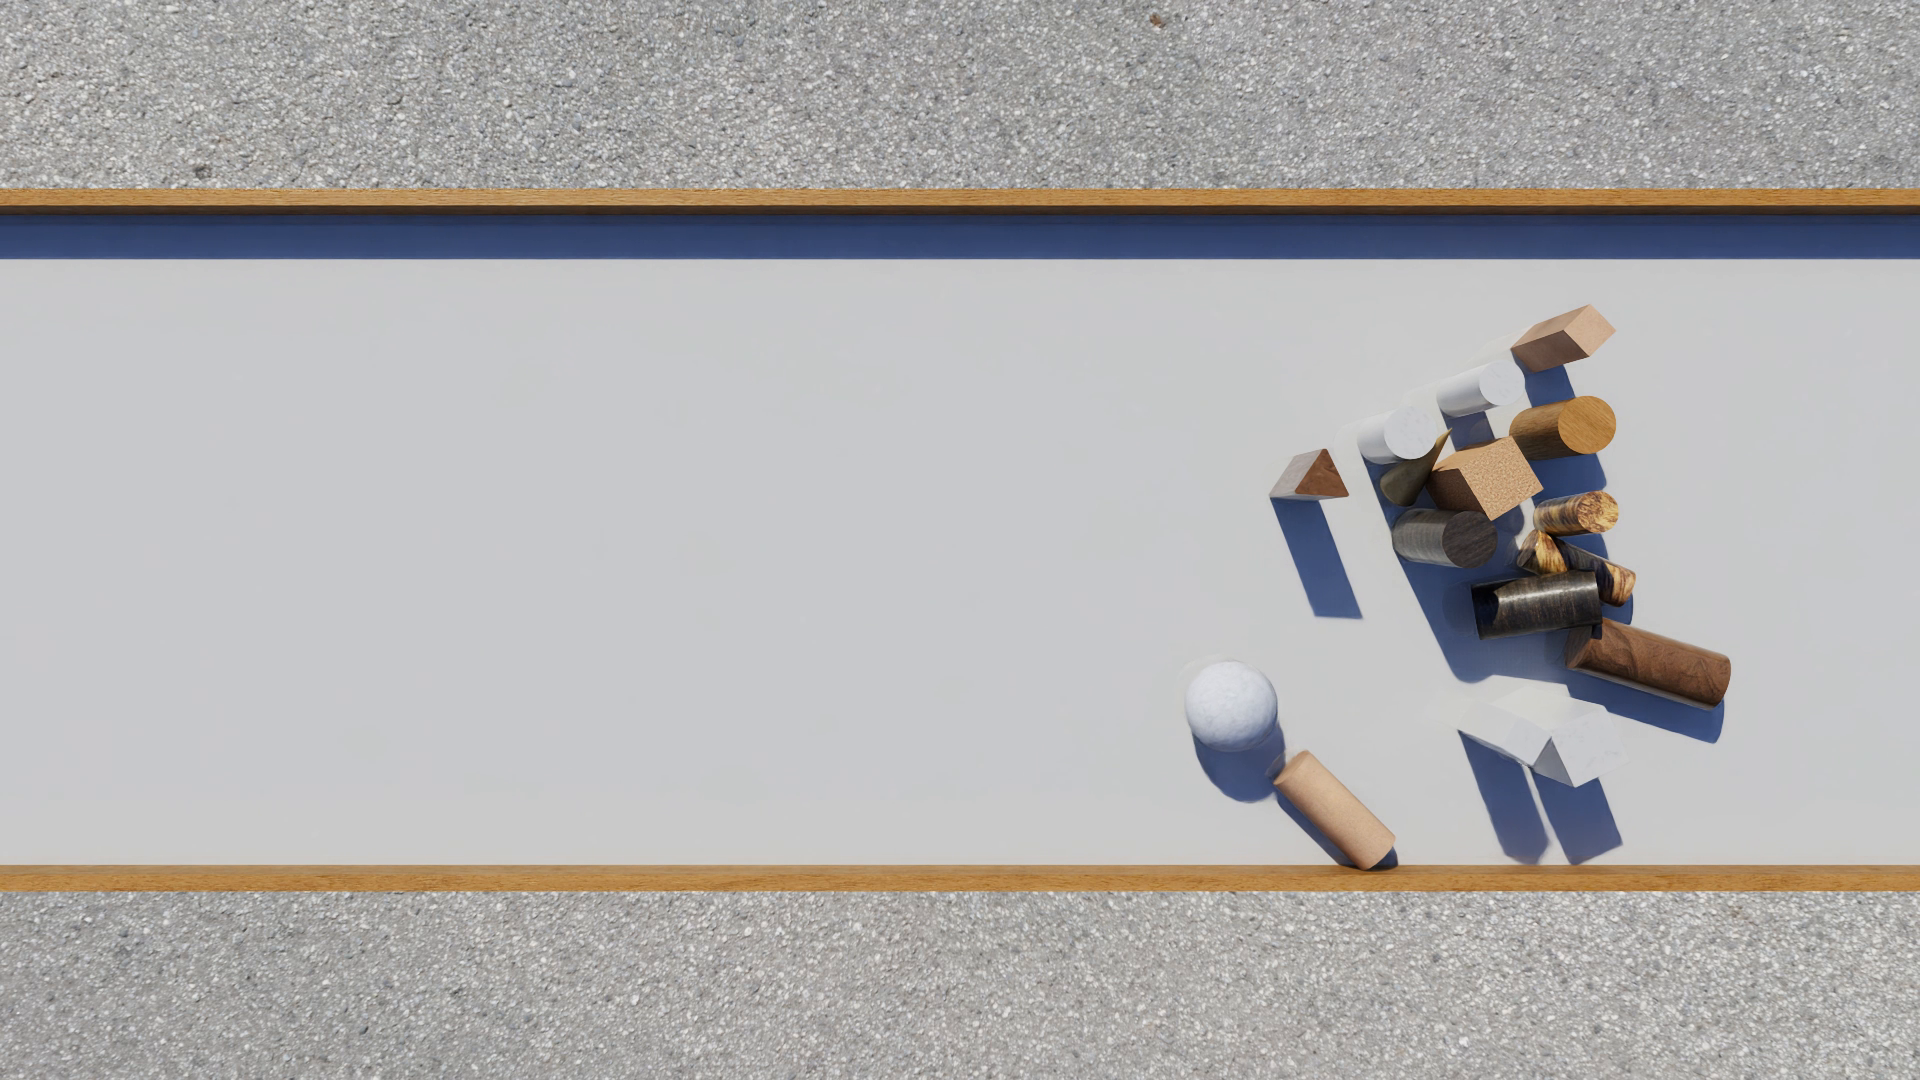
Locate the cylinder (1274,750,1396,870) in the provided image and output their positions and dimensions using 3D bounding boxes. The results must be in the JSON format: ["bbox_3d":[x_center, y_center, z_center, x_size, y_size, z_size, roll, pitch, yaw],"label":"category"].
[{"bbox_3d":[1.136,0.818,5.003,0.369,0.147,0.147,44,90,0],"label":"cylinder"}]

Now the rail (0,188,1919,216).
[{"bbox_3d":[-2.247,-1.025,5.002,12.000,0.150,0.050,0,90,0],"label":"rail"}]

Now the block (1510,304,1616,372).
[{"bbox_3d":[1.766,-0.588,4.850,0.105,0.453,0.105,-44,90,0],"label":"block"}]

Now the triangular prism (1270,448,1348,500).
[{"bbox_3d":[1.030,-0.195,4.875,0.151,0.404,0.131,4,90,0],"label":"triangular prism"}]

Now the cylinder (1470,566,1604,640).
[{"bbox_3d":[1.725,0.192,4.937,0.350,0.171,0.171,-10,90,19],"label":"cylinder"}]

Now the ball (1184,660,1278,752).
[{"bbox_3d":[0.812,0.498,4.939,0.276,0.276,0.276,0,90,0],"label":"ball"}]

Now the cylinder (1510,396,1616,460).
[{"bbox_3d":[1.772,-0.326,4.868,0.165,0.417,0.165,0,90,0],"label":"cylinder"}]

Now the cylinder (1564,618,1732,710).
[{"bbox_3d":[2.076,0.367,4.987,0.433,0.178,0.178,17,90,0],"label":"cylinder"}]

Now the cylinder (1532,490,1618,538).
[{"bbox_3d":[1.824,-0.073,4.897,0.121,0.353,0.121,0,88,-1],"label":"cylinder"}]

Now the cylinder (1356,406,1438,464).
[{"bbox_3d":[1.299,-0.310,4.915,0.154,0.323,0.154,0,90,0],"label":"cylinder"}]

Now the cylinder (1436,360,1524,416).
[{"bbox_3d":[1.530,-0.443,4.866,0.129,0.422,0.129,0,90,0],"label":"cylinder"}]

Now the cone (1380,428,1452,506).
[{"bbox_3d":[1.384,-0.242,4.904,0.128,0.331,0.128,8,57,-13],"label":"cone"}]

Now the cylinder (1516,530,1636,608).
[{"bbox_3d":[1.873,0.087,5.014,0.320,0.125,0.125,23,90,0],"label":"cylinder"}]

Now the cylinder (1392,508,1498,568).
[{"bbox_3d":[1.426,-0.008,4.873,0.165,0.391,0.165,0,92,-6],"label":"cylinder"}]

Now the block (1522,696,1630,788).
[{"bbox_3d":[1.813,0.596,4.913,0.177,0.326,0.177,-25,90,0],"label":"block"}]

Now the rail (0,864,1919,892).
[{"bbox_3d":[-2.247,1.025,5.001,12.000,0.150,0.050,0,90,0],"label":"rail"}]

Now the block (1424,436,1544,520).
[{"bbox_3d":[1.535,-0.172,4.884,0.178,0.381,0.178,-31,90,-2],"label":"block"}]

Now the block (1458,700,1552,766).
[{"bbox_3d":[1.600,0.564,4.866,0.105,0.419,0.105,31,91,0],"label":"block"}]
